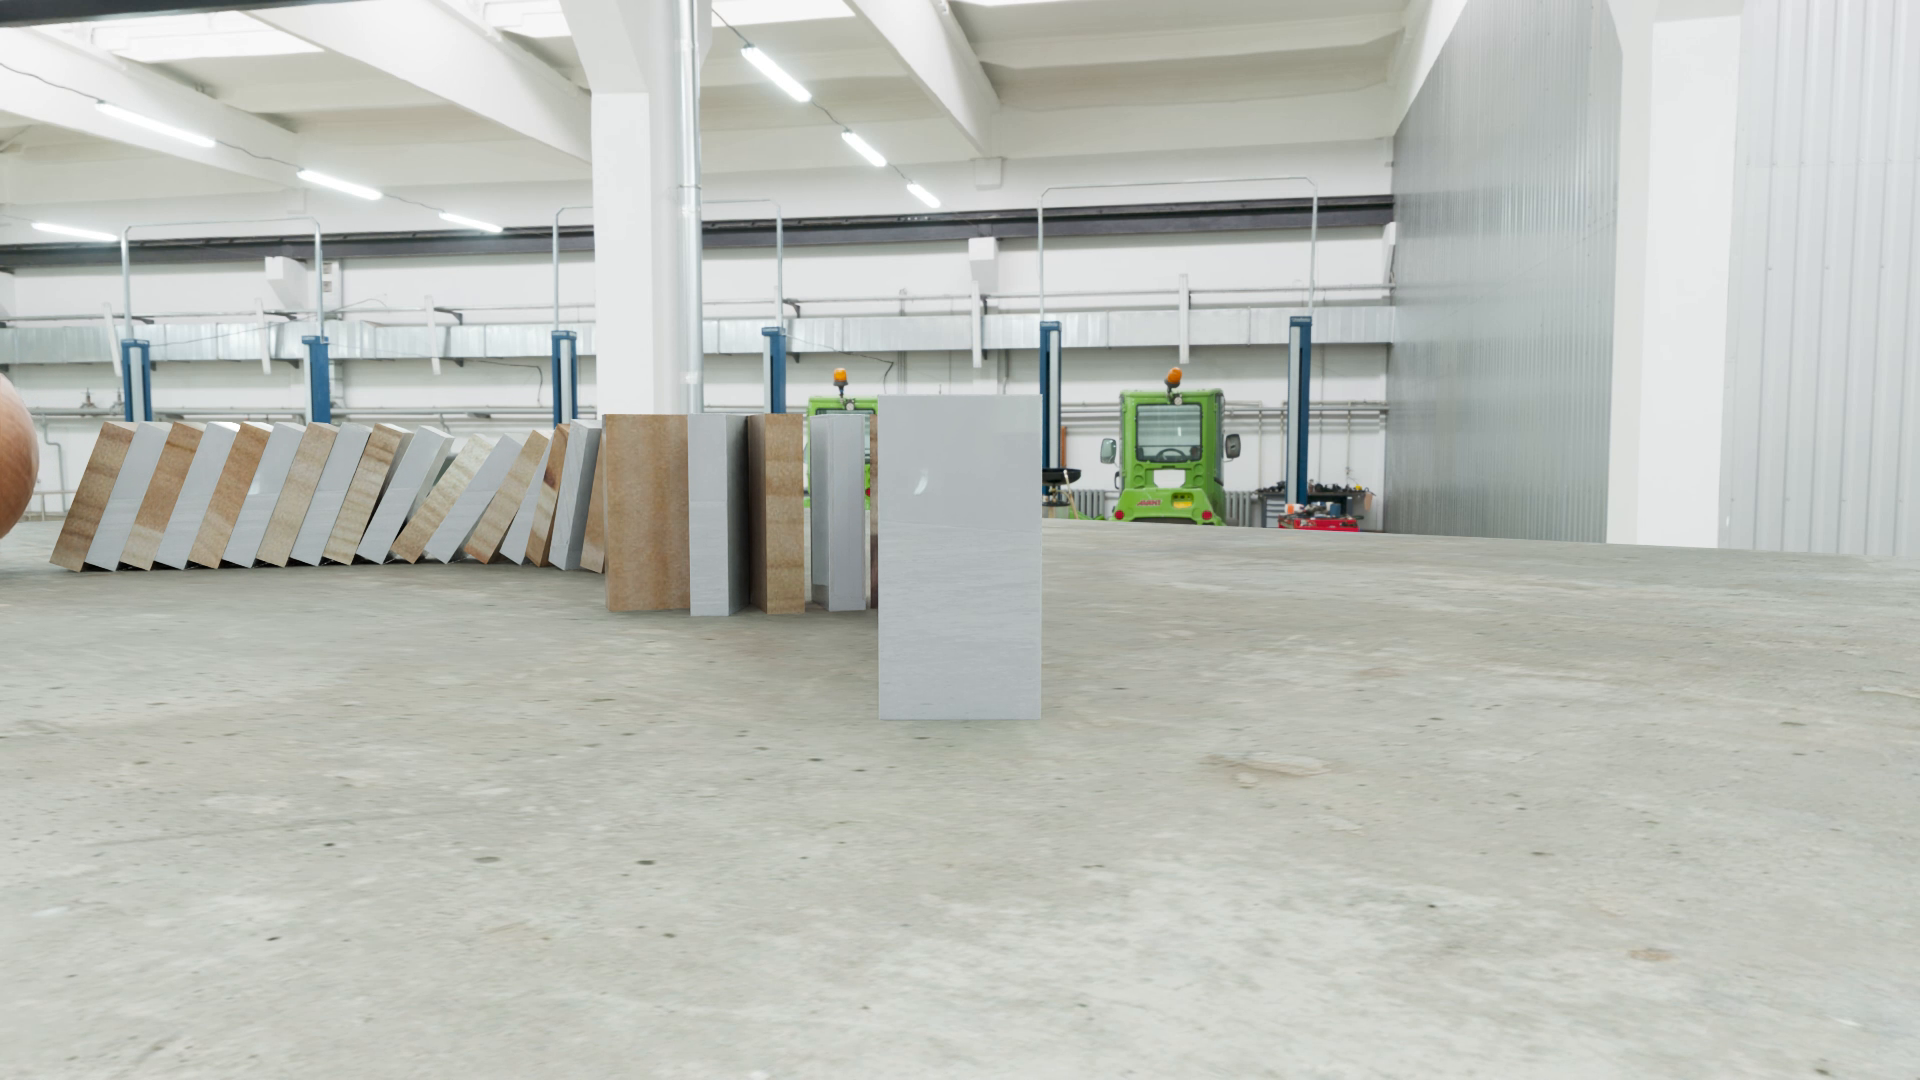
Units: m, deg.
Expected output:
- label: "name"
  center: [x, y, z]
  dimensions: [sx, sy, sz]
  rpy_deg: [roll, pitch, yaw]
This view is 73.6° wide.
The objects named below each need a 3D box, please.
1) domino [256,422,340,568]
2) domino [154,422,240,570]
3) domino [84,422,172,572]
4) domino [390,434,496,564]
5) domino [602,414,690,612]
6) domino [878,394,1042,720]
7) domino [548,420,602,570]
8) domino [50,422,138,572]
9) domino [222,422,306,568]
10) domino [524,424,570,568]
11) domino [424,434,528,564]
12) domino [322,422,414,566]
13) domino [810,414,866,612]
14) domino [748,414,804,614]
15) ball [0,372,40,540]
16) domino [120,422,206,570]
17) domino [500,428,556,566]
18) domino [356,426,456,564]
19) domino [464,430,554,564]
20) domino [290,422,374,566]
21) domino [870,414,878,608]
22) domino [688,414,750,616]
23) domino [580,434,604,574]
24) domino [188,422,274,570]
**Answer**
- label: "domino"
  center: [-0.231, -0.016, 0.454]
  dimensions: [0.009, 0.050, 0.025]
  rpy_deg: [21, -1, -14]
- label: "domino"
  center: [-0.261, -0.016, 0.444]
  dimensions: [0.009, 0.050, 0.025]
  rpy_deg: [21, -1, -14]
- label: "domino"
  center: [-0.280, -0.015, 0.439]
  dimensions: [0.010, 0.050, 0.025]
  rpy_deg: [21, -1, -14]
- label: "domino"
  center: [-0.186, -0.016, 0.467]
  dimensions: [0.009, 0.050, 0.025]
  rpy_deg: [36, -4, -13]
- label: "domino"
  center: [-0.079, -0.007, 0.333]
  dimensions: [0.025, 0.050, 0.009]
  rpy_deg: [-2, 5, -21]
- label: "domino"
  center: [0.000, 0.002, 0.201]
  dimensions: [0.025, 0.050, 0.009]
  rpy_deg: [0, 4, 0]
- label: "domino"
  center: [-0.123, -0.015, 0.437]
  dimensions: [0.009, 0.050, 0.025]
  rpy_deg: [25, 18, 35]
- label: "domino"
  center: [-0.290, -0.015, 0.437]
  dimensions: [0.010, 0.050, 0.025]
  rpy_deg: [21, -1, -14]
- label: "domino"
  center: [-0.241, -0.016, 0.450]
  dimensions: [0.009, 0.050, 0.025]
  rpy_deg: [21, -1, -14]
- label: "domino"
  center: [-0.132, -0.016, 0.446]
  dimensions: [0.009, 0.050, 0.025]
  rpy_deg: [33, 23, 32]
- label: "domino"
  center: [-0.172, -0.016, 0.466]
  dimensions: [0.009, 0.050, 0.025]
  rpy_deg: [35, 1, -7]
- label: "domino"
  center: [-0.212, -0.017, 0.461]
  dimensions: [0.009, 0.050, 0.025]
  rpy_deg: [22, -1, -14]
- label: "domino"
  center: [-0.032, -0.008, 0.337]
  dimensions: [0.009, 0.050, 0.025]
  rpy_deg: [-1, 4, -17]
- label: "domino"
  center: [-0.048, -0.007, 0.332]
  dimensions: [0.009, 0.050, 0.025]
  rpy_deg: [-1, 5, -19]
- label: "ball"
  center: [-0.326, -0.026, 0.387]
  dimensions: [0.080, 0.080, 0.080]
  rpy_deg: [0, 4, 0]
- label: "domino"
  center: [-0.270, -0.016, 0.442]
  dimensions: [0.009, 0.050, 0.025]
  rpy_deg: [21, -1, -14]
- label: "domino"
  center: [-0.144, -0.016, 0.458]
  dimensions: [0.009, 0.050, 0.025]
  rpy_deg: [30, 11, 11]
- label: "domino"
  center: [-0.200, -0.017, 0.464]
  dimensions: [0.009, 0.050, 0.025]
  rpy_deg: [26, -2, -14]
- label: "domino"
  center: [-0.158, -0.016, 0.463]
  dimensions: [0.009, 0.050, 0.025]
  rpy_deg: [32, 5, 1]
- label: "domino"
  center: [-0.222, -0.017, 0.457]
  dimensions: [0.010, 0.050, 0.025]
  rpy_deg: [21, -1, -14]
- label: "domino"
  center: [-0.017, -0.008, 0.342]
  dimensions: [0.009, 0.050, 0.025]
  rpy_deg: [0, 4, 6]
- label: "domino"
  center: [-0.061, -0.007, 0.328]
  dimensions: [0.009, 0.050, 0.025]
  rpy_deg: [0, 4, 3]
- label: "domino"
  center: [-0.111, -0.015, 0.430]
  dimensions: [0.009, 0.050, 0.025]
  rpy_deg: [17, 11, 25]
- label: "domino"
  center: [-0.251, -0.016, 0.447]
  dimensions: [0.009, 0.050, 0.025]
  rpy_deg: [21, -1, -14]
